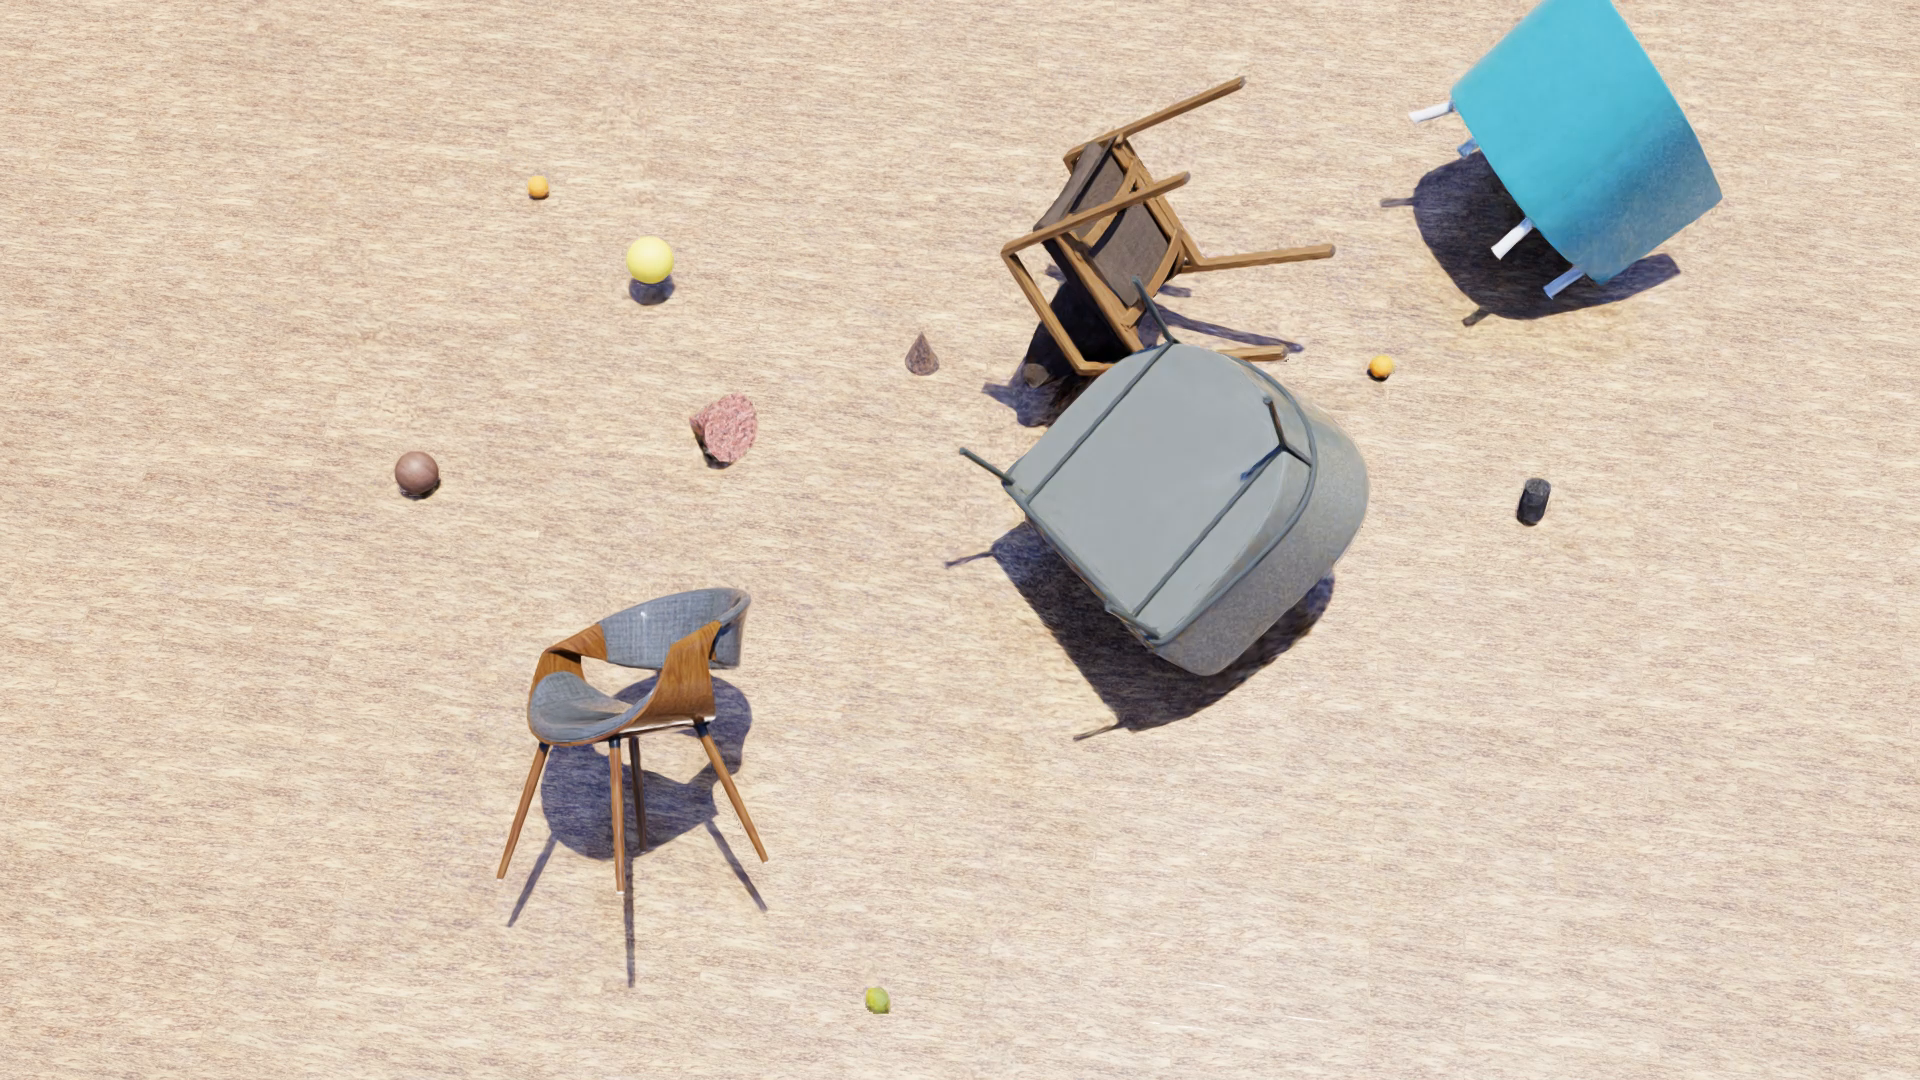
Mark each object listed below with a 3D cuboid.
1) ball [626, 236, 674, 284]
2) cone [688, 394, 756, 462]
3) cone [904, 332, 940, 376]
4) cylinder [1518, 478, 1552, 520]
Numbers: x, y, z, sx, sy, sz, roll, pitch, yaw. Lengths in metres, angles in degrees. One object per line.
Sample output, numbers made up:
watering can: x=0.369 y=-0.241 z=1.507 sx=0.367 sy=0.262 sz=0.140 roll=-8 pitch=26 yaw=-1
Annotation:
ball: x=-0.988 y=-0.893 z=7.008 sx=0.150 sy=0.150 sz=0.150 roll=0 pitch=56 yaw=0
cone: x=-0.770 y=-0.357 z=6.758 sx=0.203 sy=0.206 sz=0.212 roll=13 pitch=58 yaw=41
cone: x=-0.120 y=-0.605 z=6.885 sx=0.118 sy=0.158 sz=0.105 roll=37 pitch=63 yaw=22
cylinder: x=1.720 y=-0.122 z=6.583 sx=0.075 sy=0.096 sz=0.096 roll=25 pitch=42 yaw=25
